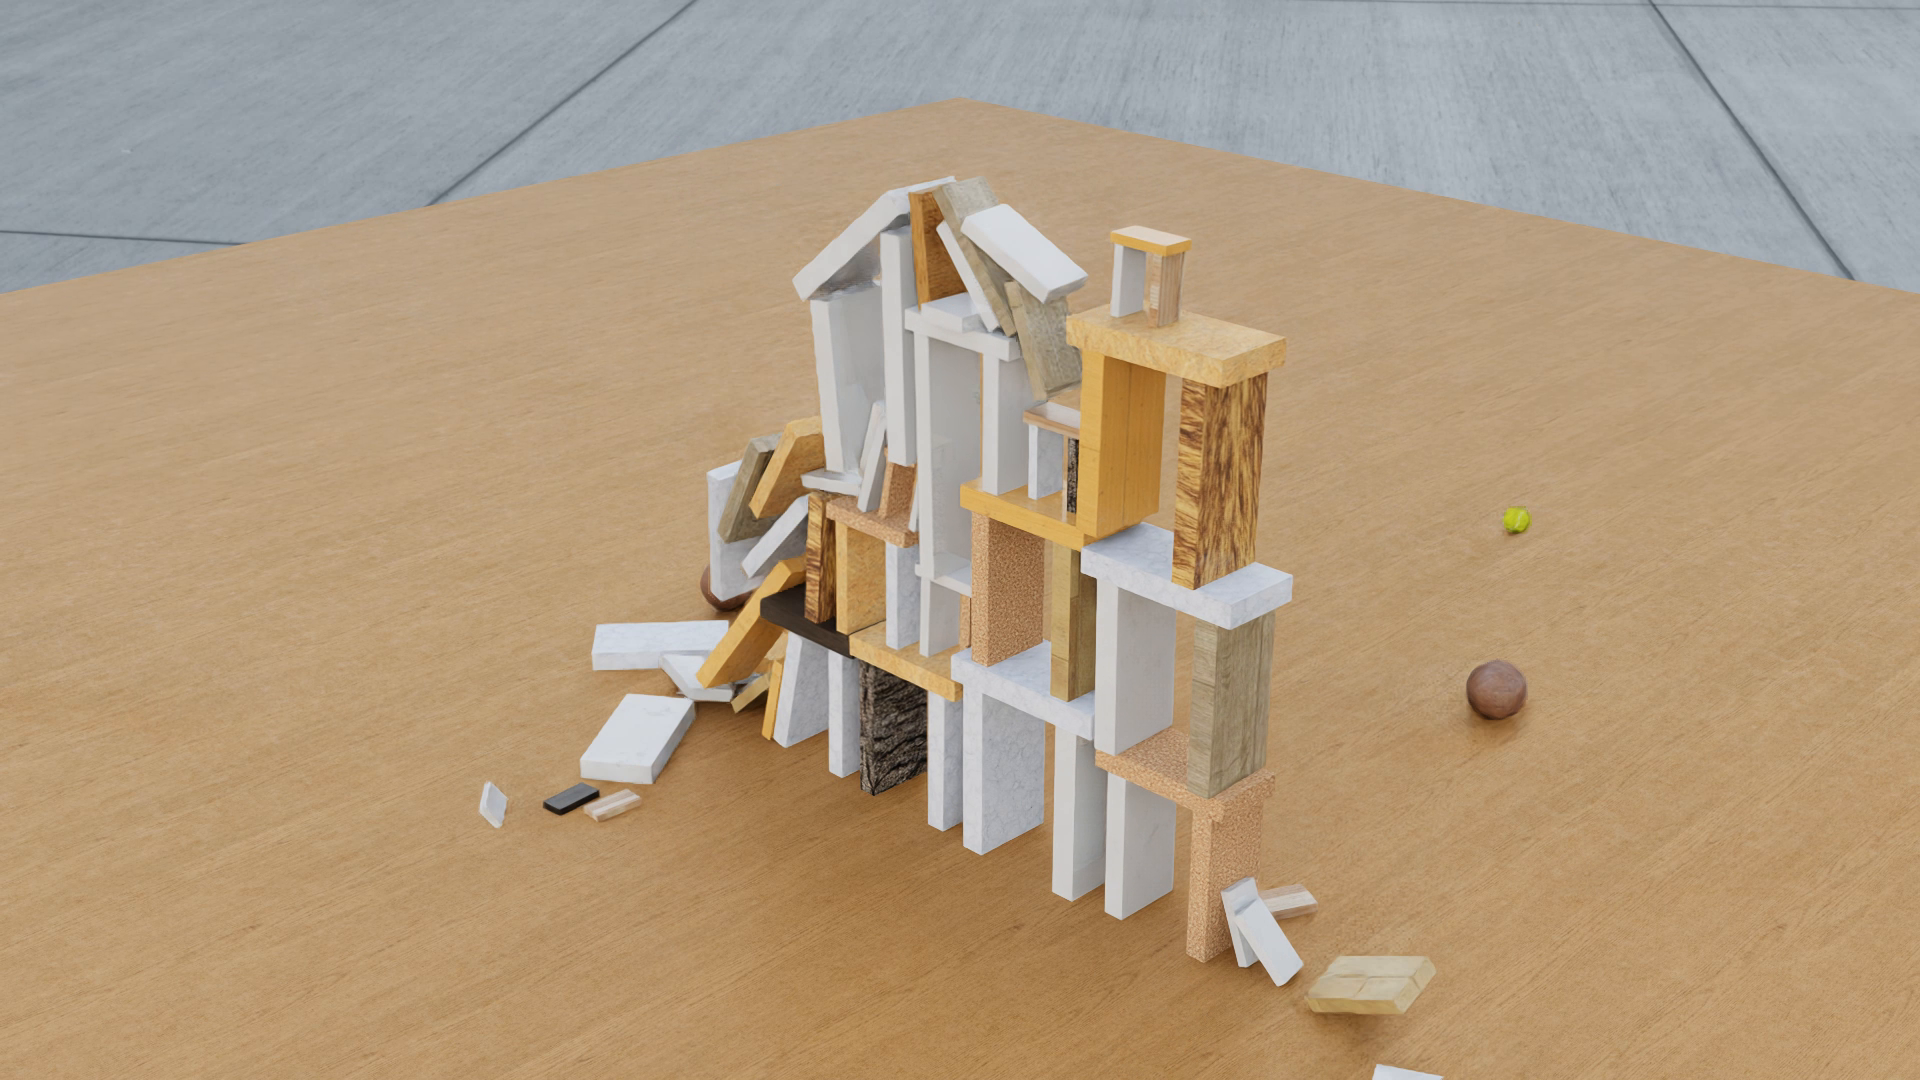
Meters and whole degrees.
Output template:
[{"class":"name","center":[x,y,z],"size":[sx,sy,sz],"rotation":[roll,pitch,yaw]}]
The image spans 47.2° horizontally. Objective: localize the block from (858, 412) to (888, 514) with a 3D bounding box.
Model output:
[{"class":"block","center":[-0.140,-0.160,4.313],"size":[0.088,0.225,0.025],"rotation":[-21,49,-41]}]

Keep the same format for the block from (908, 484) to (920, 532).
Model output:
[{"class":"block","center":[-0.059,-0.082,4.249],"size":[0.066,0.131,0.019],"rotation":[-20,45,-40]}]

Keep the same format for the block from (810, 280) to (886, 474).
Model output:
[{"class":"block","center":[-0.199,-0.322,4.316],"size":[0.049,0.344,0.172],"rotation":[14,27,41]}]

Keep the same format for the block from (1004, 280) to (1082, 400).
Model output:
[{"class":"block","center":[0.154,-0.365,3.898],"size":[0.107,0.214,0.030],"rotation":[-21,9,-39]}]

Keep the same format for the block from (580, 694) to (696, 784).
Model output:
[{"class":"block","center":[-0.687,0.423,4.707],"size":[0.154,0.044,0.309],"rotation":[4,23,10]}]

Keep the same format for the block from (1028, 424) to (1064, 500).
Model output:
[{"class":"block","center":[0.157,-0.151,3.998],"size":[0.020,0.142,0.071],"rotation":[21,31,40]}]

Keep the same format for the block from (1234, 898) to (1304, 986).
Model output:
[{"class":"block","center":[0.550,0.716,3.920],"size":[0.020,0.143,0.072],"rotation":[-36,-5,41]}]

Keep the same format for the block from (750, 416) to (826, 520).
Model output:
[{"class":"block","center":[-0.324,-0.153,4.504],"size":[0.140,0.279,0.040],"rotation":[-14,62,-33]}]

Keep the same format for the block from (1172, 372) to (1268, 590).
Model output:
[{"class":"block","center":[0.437,-0.114,3.704],"size":[0.048,0.369,0.168],"rotation":[22,31,40]}]

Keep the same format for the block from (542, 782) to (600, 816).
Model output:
[{"class":"block","center":[-0.795,0.529,4.495],"size":[0.053,0.015,0.105],"rotation":[18,29,36]}]

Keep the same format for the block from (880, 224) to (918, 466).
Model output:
[{"class":"block","center":[-0.064,-0.374,4.149],"size":[0.049,0.443,0.172],"rotation":[19,29,41]}]

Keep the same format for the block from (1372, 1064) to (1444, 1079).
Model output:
[{"class":"block","center":[0.706,0.928,3.533],"size":[0.110,0.031,0.220],"rotation":[7,24,17]}]

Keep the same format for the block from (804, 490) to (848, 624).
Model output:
[{"class":"block","center":[-0.248,0.020,4.508],"size":[0.040,0.283,0.141],"rotation":[26,34,38]}]

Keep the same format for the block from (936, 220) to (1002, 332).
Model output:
[{"class":"block","center":[0.053,-0.485,3.961],"size":[0.108,0.217,0.031],"rotation":[-20,-11,-38]}]

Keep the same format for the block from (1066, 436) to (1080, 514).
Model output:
[{"class":"block","center":[0.224,-0.125,3.937],"size":[0.020,0.142,0.071],"rotation":[21,31,40]}]

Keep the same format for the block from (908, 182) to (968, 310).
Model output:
[{"class":"block","center":[-0.036,-0.538,4.034],"size":[0.031,0.217,0.108],"rotation":[13,26,42]}]

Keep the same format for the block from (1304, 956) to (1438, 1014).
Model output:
[{"class":"block","center":[0.701,0.760,3.762],"size":[0.110,0.031,0.220],"rotation":[-41,14,-32]}]

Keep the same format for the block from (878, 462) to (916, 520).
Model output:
[{"class":"block","center":[-0.120,-0.109,4.306],"size":[0.066,0.131,0.019],"rotation":[-21,43,-40]}]

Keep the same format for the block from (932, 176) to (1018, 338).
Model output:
[{"class":"block","center":[0.064,-0.509,3.940],"size":[0.107,0.297,0.030],"rotation":[-21,-10,-39]}]

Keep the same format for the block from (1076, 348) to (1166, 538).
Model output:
[{"class":"block","center":[0.283,-0.188,3.838],"size":[0.048,0.337,0.168],"rotation":[23,32,40]}]

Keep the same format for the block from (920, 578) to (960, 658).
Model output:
[{"class":"block","center":[-0.040,0.140,4.334],"size":[0.024,0.168,0.084],"rotation":[24,33,39]}]

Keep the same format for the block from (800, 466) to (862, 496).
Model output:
[{"class":"block","center":[-0.229,-0.121,4.432],"size":[0.088,0.025,0.176],"rotation":[-21,22,-41]}]

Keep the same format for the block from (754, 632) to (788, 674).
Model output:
[{"class":"block","center":[-0.357,0.270,5.025],"size":[0.279,0.040,0.140],"rotation":[9,24,1]}]

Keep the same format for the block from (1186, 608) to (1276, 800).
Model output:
[{"class":"block","center":[0.473,0.267,3.831],"size":[0.048,0.337,0.168],"rotation":[21,31,39]}]

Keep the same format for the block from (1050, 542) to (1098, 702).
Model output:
[{"class":"block","center":[0.236,0.129,4.025],"size":[0.043,0.307,0.153],"rotation":[21,31,41]}]

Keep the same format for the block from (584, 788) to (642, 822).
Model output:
[{"class":"block","center":[-0.706,0.539,4.470],"size":[0.105,0.015,0.053],"rotation":[-20,30,-38]}]

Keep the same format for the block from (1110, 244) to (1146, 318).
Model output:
[{"class":"block","center":[0.287,-0.445,3.726],"size":[0.063,0.126,0.018],"rotation":[-21,34,-40]}]

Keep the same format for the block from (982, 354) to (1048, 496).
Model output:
[{"class":"block","center":[0.101,-0.225,4.018],"size":[0.037,0.264,0.132],"rotation":[21,31,40]}]

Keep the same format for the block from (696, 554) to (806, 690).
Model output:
[{"class":"block","center":[-0.427,0.175,4.784],"size":[0.141,0.383,0.040],"rotation":[-12,57,-52]}]

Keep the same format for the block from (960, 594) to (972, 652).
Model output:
[{"class":"block","center":[0.039,0.171,4.261],"size":[0.084,0.168,0.024],"rotation":[-21,33,-40]}]

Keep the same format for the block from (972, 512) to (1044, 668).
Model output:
[{"class":"block","center":[0.091,0.072,4.158],"size":[0.043,0.307,0.153],"rotation":[21,31,40]}]

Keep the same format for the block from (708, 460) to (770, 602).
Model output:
[{"class":"block","center":[-0.463,-0.029,4.737],"size":[0.154,0.309,0.044],"rotation":[-22,40,-32]}]

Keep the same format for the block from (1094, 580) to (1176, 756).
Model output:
[{"class":"block","center":[0.318,0.205,3.977],"size":[0.048,0.337,0.168],"rotation":[20,30,40]}]

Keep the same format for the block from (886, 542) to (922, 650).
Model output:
[{"class":"block","center":[-0.095,0.095,4.367],"size":[0.113,0.226,0.032],"rotation":[-21,32,-41]}]

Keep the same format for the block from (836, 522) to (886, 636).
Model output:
[{"class":"block","center":[-0.198,0.062,4.464],"size":[0.113,0.242,0.032],"rotation":[-21,32,-41]}]

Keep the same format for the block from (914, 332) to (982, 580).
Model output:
[{"class":"block","center":[-0.020,-0.171,4.169],"size":[0.132,0.485,0.037],"rotation":[-21,30,-40]}]

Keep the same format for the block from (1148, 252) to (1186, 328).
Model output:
[{"class":"block","center":[0.346,-0.422,3.672],"size":[0.018,0.126,0.063],"rotation":[24,33,39]}]
